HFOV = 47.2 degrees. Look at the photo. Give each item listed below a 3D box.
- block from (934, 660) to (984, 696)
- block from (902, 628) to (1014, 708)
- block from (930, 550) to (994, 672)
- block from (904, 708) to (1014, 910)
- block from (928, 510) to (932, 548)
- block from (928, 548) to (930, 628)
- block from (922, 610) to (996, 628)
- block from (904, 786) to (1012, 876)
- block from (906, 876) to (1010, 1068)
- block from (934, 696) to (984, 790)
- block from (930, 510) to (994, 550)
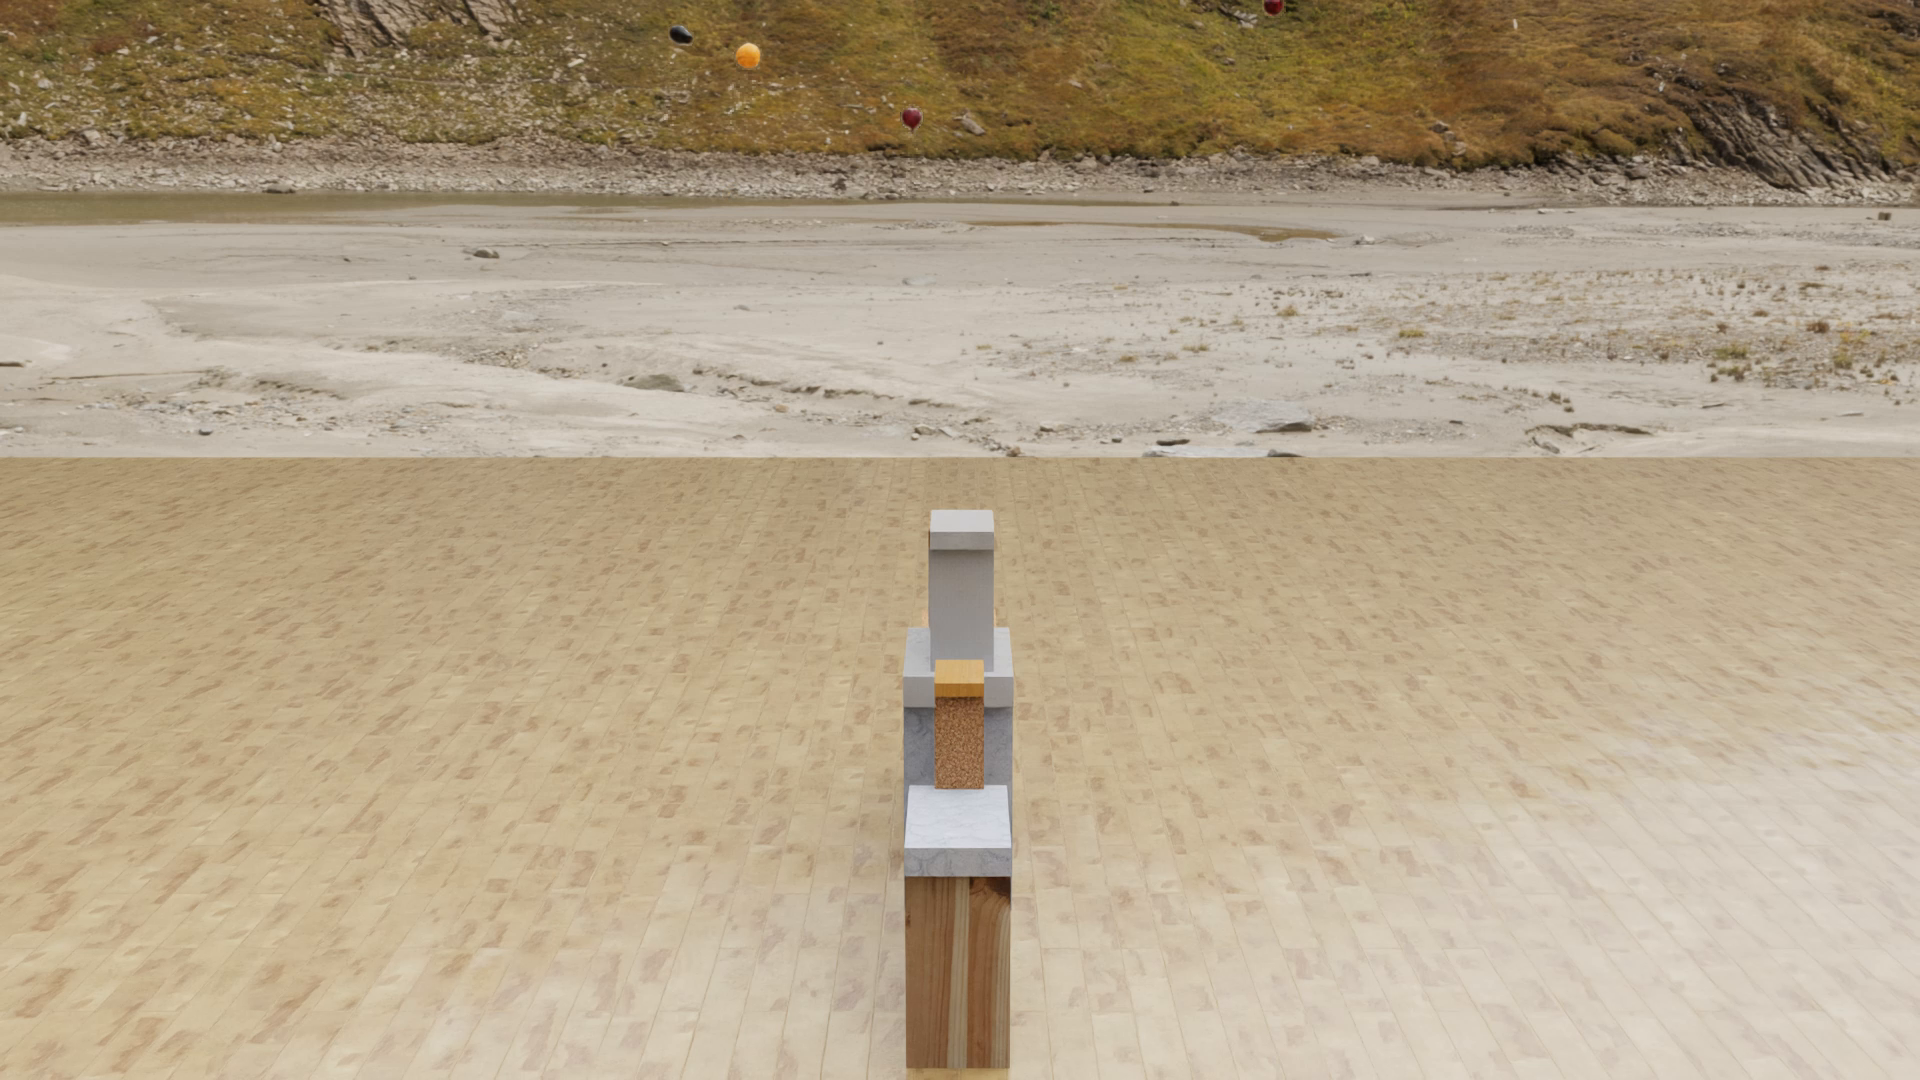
[{"bbox_3d":[-0.001,0.200,3.186,0.070,0.020,0.140,0,11,0],"label":"block"},{"bbox_3d":[-0.003,0.209,3.659,0.176,0.050,0.352,0,11,0],"label":"block"},{"bbox_3d":[0.003,0.108,3.508,0.101,0.202,0.029,0,11,0],"label":"block"},{"bbox_3d":[-0.003,0.428,3.580,0.176,0.352,0.050,0,11,0],"label":"block"},{"bbox_3d":[-0.002,-0.020,3.931,0.105,0.030,0.211,0,11,0],"label":"block"},{"bbox_3d":[-0.003,0.164,3.894,0.105,0.318,0.030,0,11,0],"label":"block"},{"bbox_3d":[-0.002,0.183,4.184,0.143,0.041,0.286,0,11,0],"label":"block"},{"bbox_3d":[-0.003,0.400,3.042,0.141,0.040,0.282,0,11,0],"label":"block"},{"bbox_3d":[-0.003,0.575,2.979,0.141,0.282,0.040,0,11,0],"label":"block"},{"bbox_3d":[-0.001,0.287,3.155,0.070,0.140,0.020,0,11,0],"label":"block"},{"bbox_3d":[0.003,-0.018,3.553,0.101,0.029,0.203,0,11,0],"label":"block"}]
